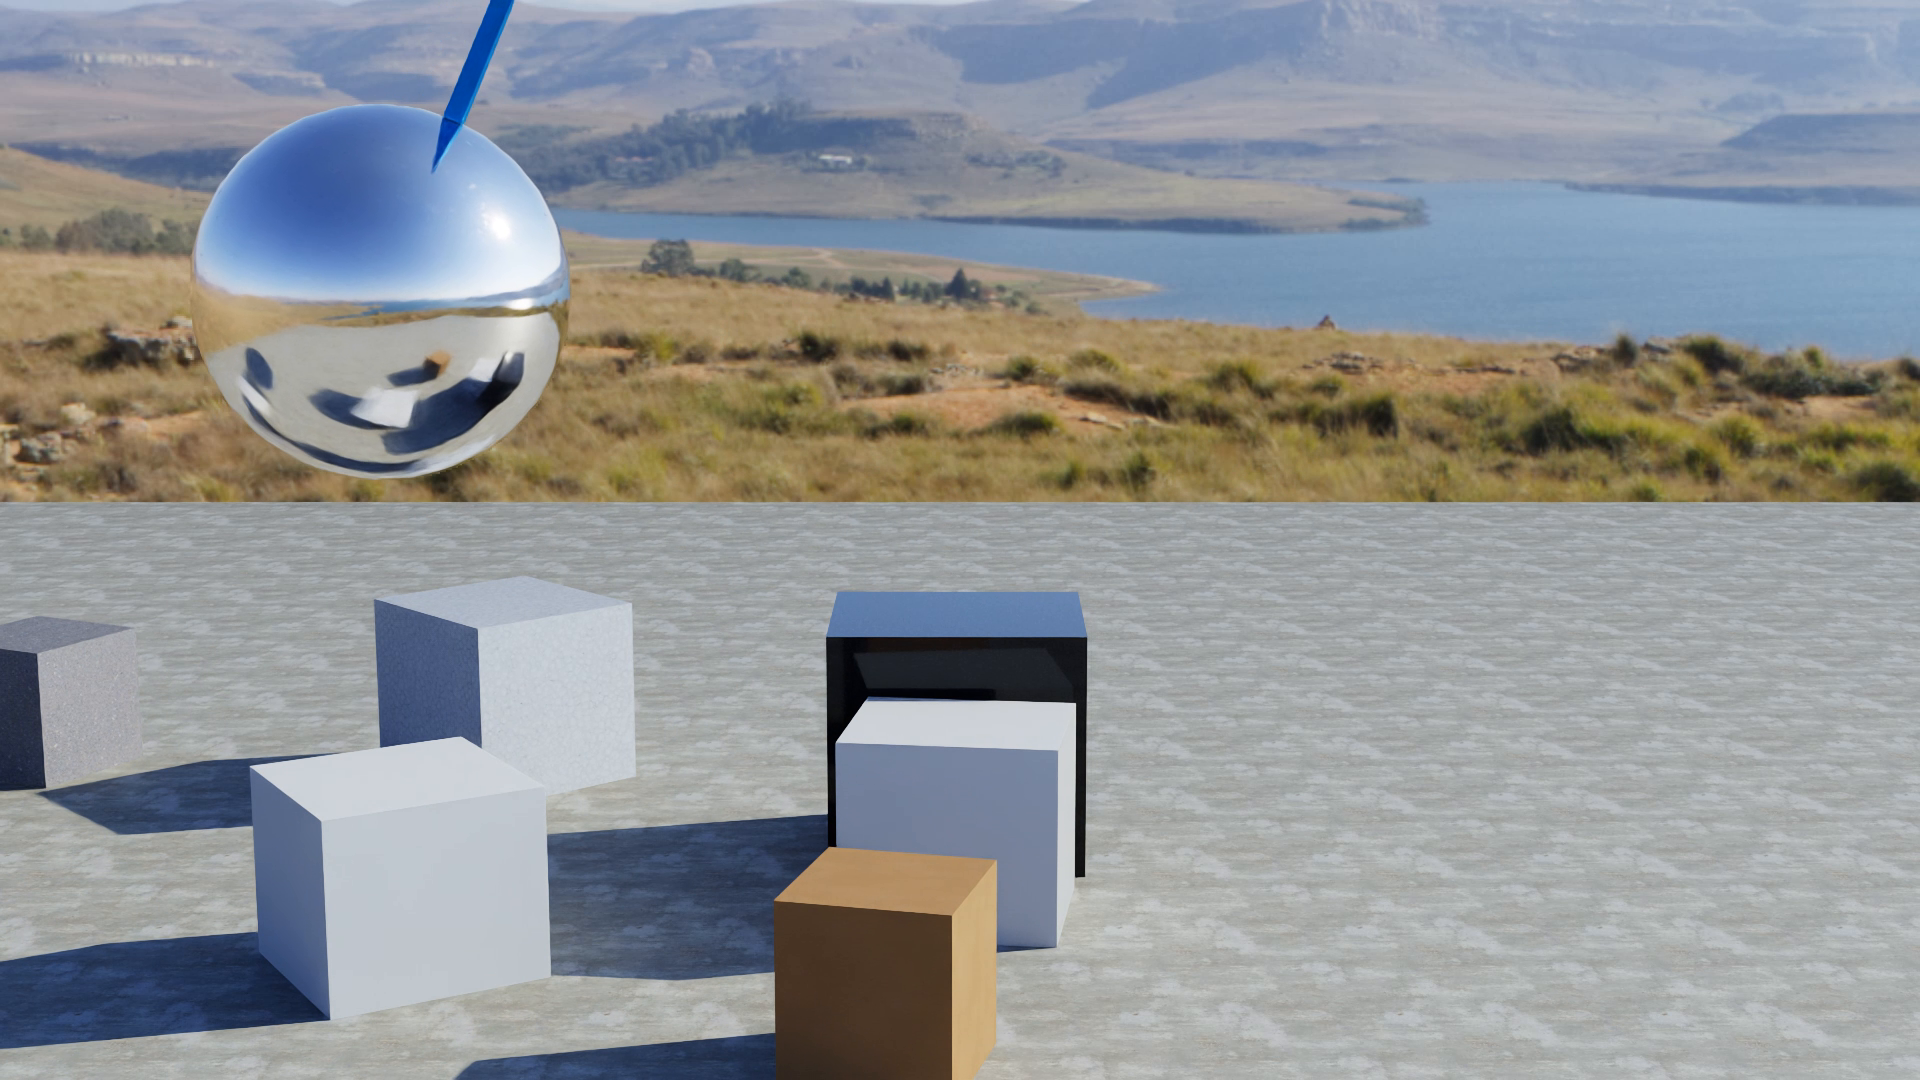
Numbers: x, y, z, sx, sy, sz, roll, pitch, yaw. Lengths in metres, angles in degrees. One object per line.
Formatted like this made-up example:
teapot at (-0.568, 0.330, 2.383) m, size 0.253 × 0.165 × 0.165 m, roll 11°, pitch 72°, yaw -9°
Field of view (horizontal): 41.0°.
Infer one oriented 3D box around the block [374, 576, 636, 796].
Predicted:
block at (-2.297, 0.746, 12.959) m, size 0.894 × 0.895 × 0.969 m, roll -9°, pitch 14°, yaw -42°

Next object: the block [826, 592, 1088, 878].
block at (-0.012, 0.868, 11.752) m, size 1.138 × 1.087 × 0.994 m, roll 0°, pitch 10°, yaw 0°

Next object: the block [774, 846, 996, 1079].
block at (-0.254, 1.544, 9.121) m, size 0.635 × 0.700 × 0.644 m, roll 3°, pitch 11°, yaw 14°

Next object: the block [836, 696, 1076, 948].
block at (-0.003, 1.171, 10.810) m, size 0.908 × 0.829 × 0.789 m, roll 1°, pitch 10°, yaw 8°

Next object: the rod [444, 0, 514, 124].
rod at (-1.071, -4.107, 10.434) m, size 0.080 × 5.200 × 0.080 m, roll 24°, pitch 9°, yaw -4°

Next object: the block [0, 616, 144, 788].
block at (-4.702, 0.818, 13.144) m, size 0.676 × 0.688 × 0.667 m, roll 5°, pitch 11°, yaw 26°

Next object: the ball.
ball at (-2.473, -1.059, 10.988) m, size 1.600 × 1.600 × 1.600 m, roll 0°, pitch 10°, yaw 0°

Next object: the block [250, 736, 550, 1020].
block at (-2.224, 1.313, 10.175) m, size 0.888 × 0.777 × 0.897 m, roll -6°, pitch 12°, yaw -31°
